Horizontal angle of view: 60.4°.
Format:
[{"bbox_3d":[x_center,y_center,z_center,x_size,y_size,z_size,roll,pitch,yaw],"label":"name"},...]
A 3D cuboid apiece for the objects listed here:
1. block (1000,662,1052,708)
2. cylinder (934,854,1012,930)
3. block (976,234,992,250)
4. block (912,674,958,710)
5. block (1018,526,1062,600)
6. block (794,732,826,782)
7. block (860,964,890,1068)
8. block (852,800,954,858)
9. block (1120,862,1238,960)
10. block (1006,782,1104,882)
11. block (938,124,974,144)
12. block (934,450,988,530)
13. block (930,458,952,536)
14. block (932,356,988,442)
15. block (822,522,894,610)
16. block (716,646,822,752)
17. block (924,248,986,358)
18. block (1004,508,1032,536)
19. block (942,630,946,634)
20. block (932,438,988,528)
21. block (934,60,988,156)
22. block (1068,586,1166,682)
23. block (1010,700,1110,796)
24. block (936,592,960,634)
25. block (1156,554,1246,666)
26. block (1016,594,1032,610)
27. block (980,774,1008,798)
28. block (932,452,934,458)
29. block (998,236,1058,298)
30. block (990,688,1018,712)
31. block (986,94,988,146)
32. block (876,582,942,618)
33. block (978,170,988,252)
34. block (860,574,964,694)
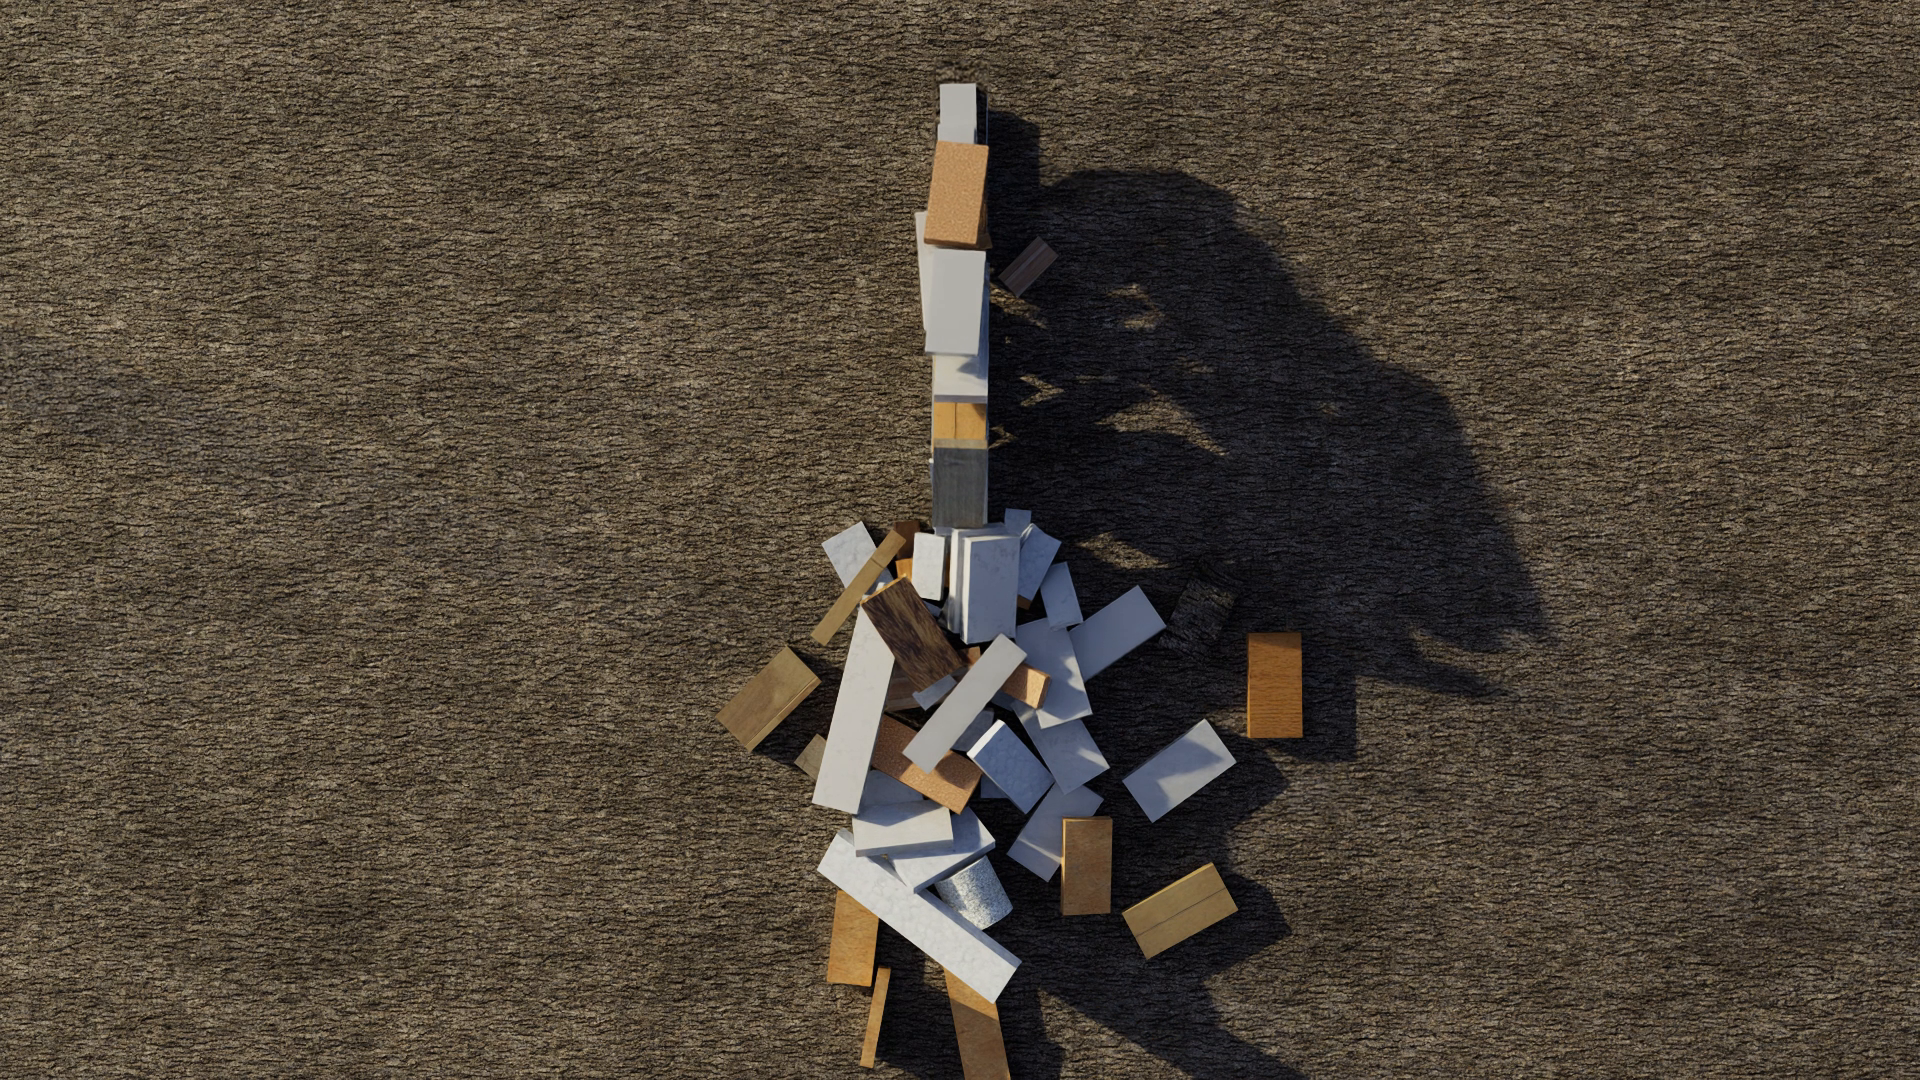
[{"bbox_3d":[0.190,0.455,5.391,0.221,0.031,0.111,25,106,36],"label":"block"},{"bbox_3d":[0.041,1.160,5.402,0.196,0.196,0.196,-27,90,0],"label":"cylinder"},{"bbox_3d":[0.049,-0.948,5.272,0.101,0.014,0.050,-12,64,-6],"label":"block"},{"bbox_3d":[-0.083,0.490,5.430,0.140,0.020,0.070,-41,86,1],"label":"block"},{"bbox_3d":[0.236,0.079,5.427,0.109,0.031,0.218,27,86,-5],"label":"block"},{"bbox_3d":[-0.415,0.767,5.482,0.248,0.035,0.124,39,90,0],"label":"block"},{"bbox_3d":[-0.277,1.565,5.426,0.042,0.147,0.294,11,90,0],"label":"block"},{"bbox_3d":[-0.189,0.937,5.383,0.318,0.045,0.159,-6,49,-5],"label":"block"},{"bbox_3d":[0.728,1.230,5.476,0.344,0.049,0.172,-28,90,0],"label":"block"},{"bbox_3d":[0.315,0.948,5.477,0.166,0.047,0.331,34,90,0],"label":"block"},{"bbox_3d":[-0.013,-1.195,5.183,0.114,0.032,0.229,0,78,2],"label":"block"},{"bbox_3d":[0.002,-0.215,5.424,0.180,0.051,0.359,1,107,0],"label":"block"},{"bbox_3d":[-0.023,-0.140,5.305,0.129,0.037,0.258,-4,116,2],"label":"block"},{"bbox_3d":[0.000,-0.461,5.323,0.180,0.051,0.359,1,90,0],"label":"block"},{"bbox_3d":[-0.318,0.109,5.478,0.153,0.043,0.307,-29,90,0],"label":"block"},{"bbox_3d":[-0.633,0.525,5.476,0.332,0.047,0.166,-44,90,0],"label":"block"},{"bbox_3d":[-0.012,-0.728,5.069,0.162,0.046,0.325,4,83,4],"label":"block"},{"bbox_3d":[0.186,-0.016,5.488,0.086,0.024,0.172,6,90,0],"label":"block"},{"bbox_3d":[-0.110,0.284,5.465,0.140,0.070,0.020,24,88,0],"label":"block"},{"bbox_3d":[-0.004,-0.175,5.192,0.164,0.046,0.328,2,132,-1],"label":"block"},{"bbox_3d":[0.004,-1.373,5.313,0.163,0.046,0.327,1,90,0],"label":"block"},{"bbox_3d":[0.498,0.311,5.453,0.331,0.047,0.166,-34,77,2],"label":"block"},{"bbox_3d":[0.329,0.645,5.438,0.173,0.049,0.347,-31,85,0],"label":"block"},{"bbox_3d":[-0.011,0.220,5.474,0.082,0.023,0.164,22,99,-4],"label":"block"},{"bbox_3d":[0.801,0.231,5.477,0.166,0.047,0.331,27,90,0],"label":"block"},{"bbox_3d":[0.182,0.184,5.491,0.121,0.017,0.060,21,90,0],"label":"block"},{"bbox_3d":[0.148,0.818,5.489,0.158,0.022,0.079,0,90,0],"label":"block"},{"bbox_3d":[0.000,-0.394,5.424,0.180,0.051,0.359,1,107,0],"label":"block"},{"bbox_3d":[0.227,-0.908,5.486,0.095,0.027,0.191,45,90,0],"label":"block"},{"bbox_3d":[0.124,0.510,5.490,0.140,0.020,0.070,25,90,0],"label":"block"},{"bbox_3d":[0.007,-1.221,5.415,0.163,0.046,0.465,1,104,0],"label":"block"},{"bbox_3d":[-0.168,0.196,5.405,0.209,0.104,0.030,25,84,-10],"label":"block"},{"bbox_3d":[0.008,-1.096,5.399,0.163,0.046,0.327,1,104,0],"label":"block"},{"bbox_3d":[-0.156,0.302,5.344,0.175,0.050,0.350,-33,101,-1],"label":"block"}]
